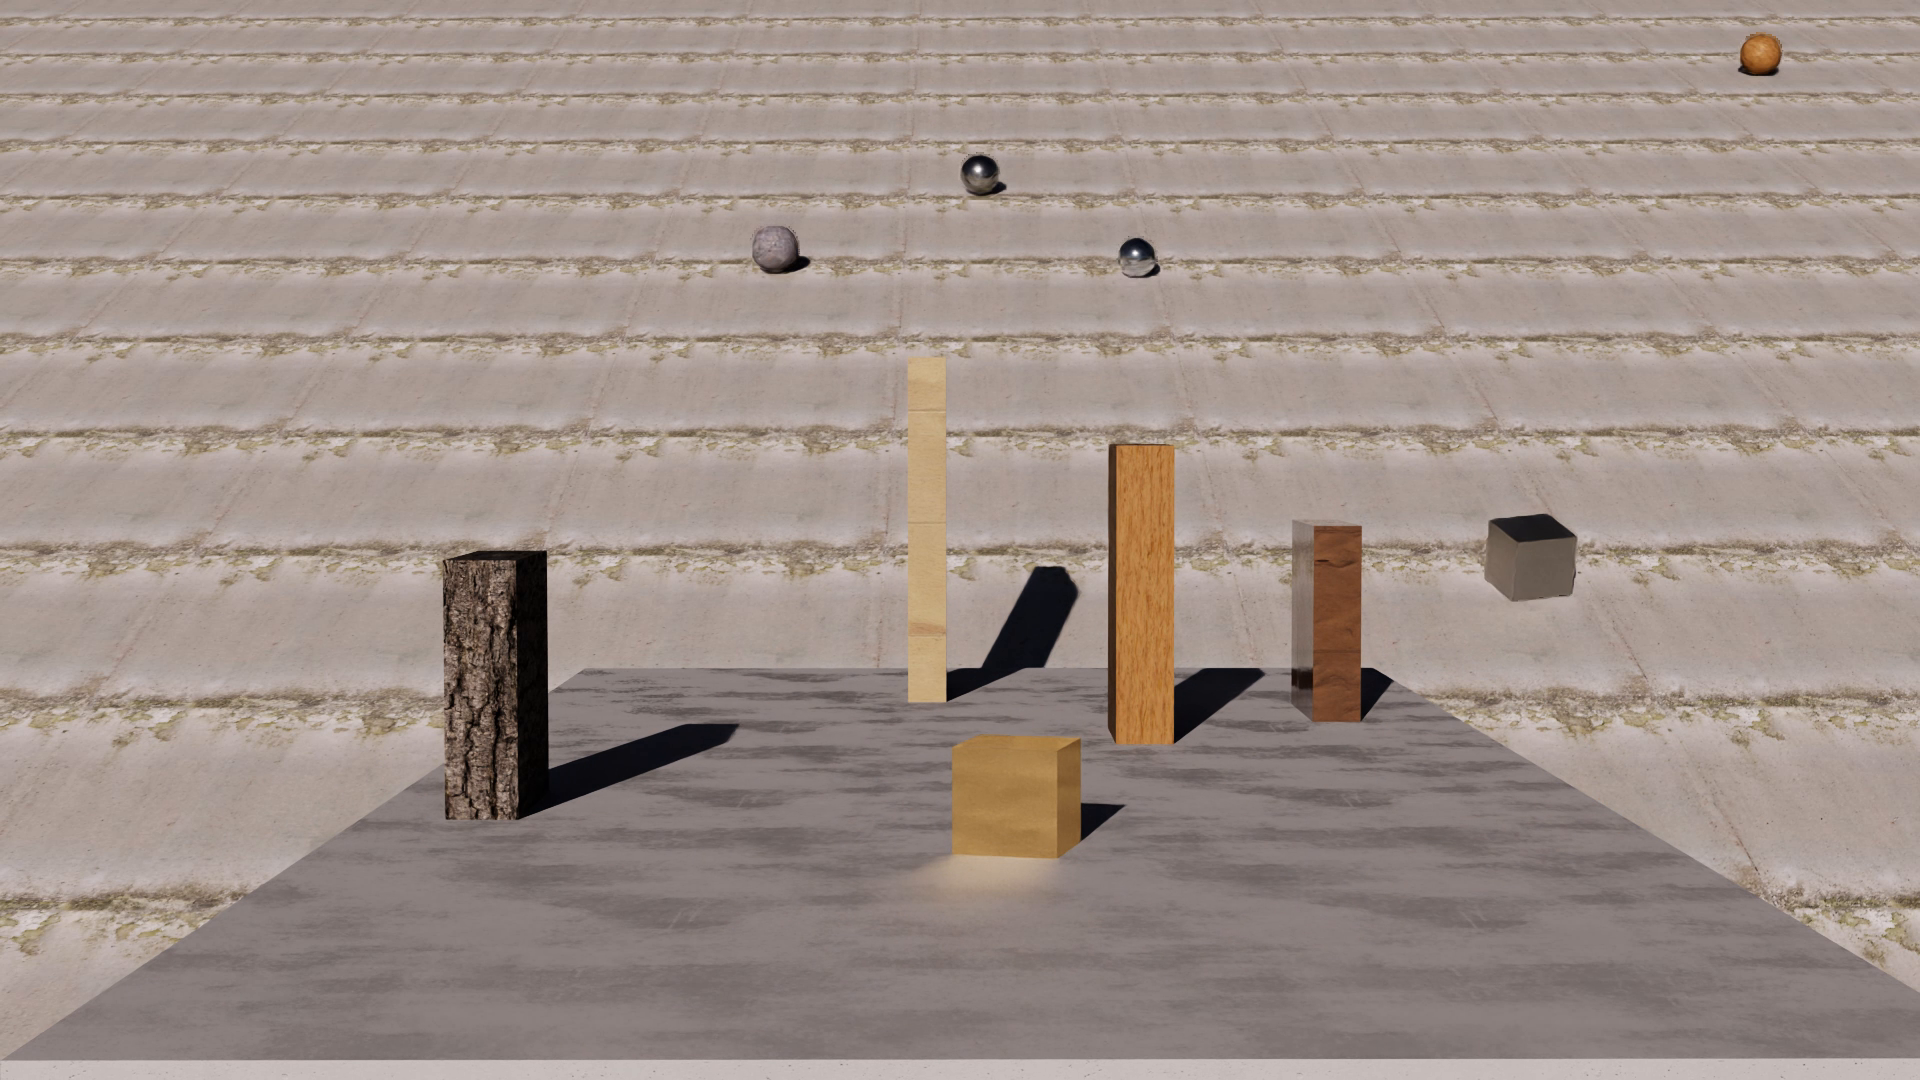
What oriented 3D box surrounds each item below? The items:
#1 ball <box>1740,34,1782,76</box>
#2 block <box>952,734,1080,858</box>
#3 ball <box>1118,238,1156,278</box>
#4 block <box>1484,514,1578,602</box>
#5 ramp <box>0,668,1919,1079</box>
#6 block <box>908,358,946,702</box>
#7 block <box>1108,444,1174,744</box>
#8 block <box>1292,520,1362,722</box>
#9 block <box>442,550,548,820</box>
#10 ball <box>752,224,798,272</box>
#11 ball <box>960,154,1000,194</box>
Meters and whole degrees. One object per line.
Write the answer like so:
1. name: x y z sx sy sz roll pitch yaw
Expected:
1. ball: 4.188 -2.537 13.455 0.209 0.209 0.209 0 22 0
2. block: 0.085 0.375 3.783 0.156 0.156 0.156 1 3 15
3. ball: 0.690 -1.103 10.049 0.152 0.152 0.152 0 22 0
4. block: 1.598 0.049 7.211 0.180 0.180 0.180 -6 23 -14
5. ramp: 0.052 0.468 4.535 2.000 0.100 4.000 0 3 0
6. block: -0.074 -0.029 5.887 0.084 0.768 0.328 0 3 0
7. block: 0.358 0.101 5.113 0.112 0.580 0.266 0 3 0
8. block: 0.785 0.167 5.525 0.100 0.409 0.344 0 3 0
9. block: -0.755 0.229 4.201 0.115 0.409 0.306 0 3 0
10. ball: -0.727 -1.144 10.104 0.185 0.185 0.185 0 22 0
11. ball: 0.087 -1.594 11.216 0.170 0.170 0.170 0 22 0
